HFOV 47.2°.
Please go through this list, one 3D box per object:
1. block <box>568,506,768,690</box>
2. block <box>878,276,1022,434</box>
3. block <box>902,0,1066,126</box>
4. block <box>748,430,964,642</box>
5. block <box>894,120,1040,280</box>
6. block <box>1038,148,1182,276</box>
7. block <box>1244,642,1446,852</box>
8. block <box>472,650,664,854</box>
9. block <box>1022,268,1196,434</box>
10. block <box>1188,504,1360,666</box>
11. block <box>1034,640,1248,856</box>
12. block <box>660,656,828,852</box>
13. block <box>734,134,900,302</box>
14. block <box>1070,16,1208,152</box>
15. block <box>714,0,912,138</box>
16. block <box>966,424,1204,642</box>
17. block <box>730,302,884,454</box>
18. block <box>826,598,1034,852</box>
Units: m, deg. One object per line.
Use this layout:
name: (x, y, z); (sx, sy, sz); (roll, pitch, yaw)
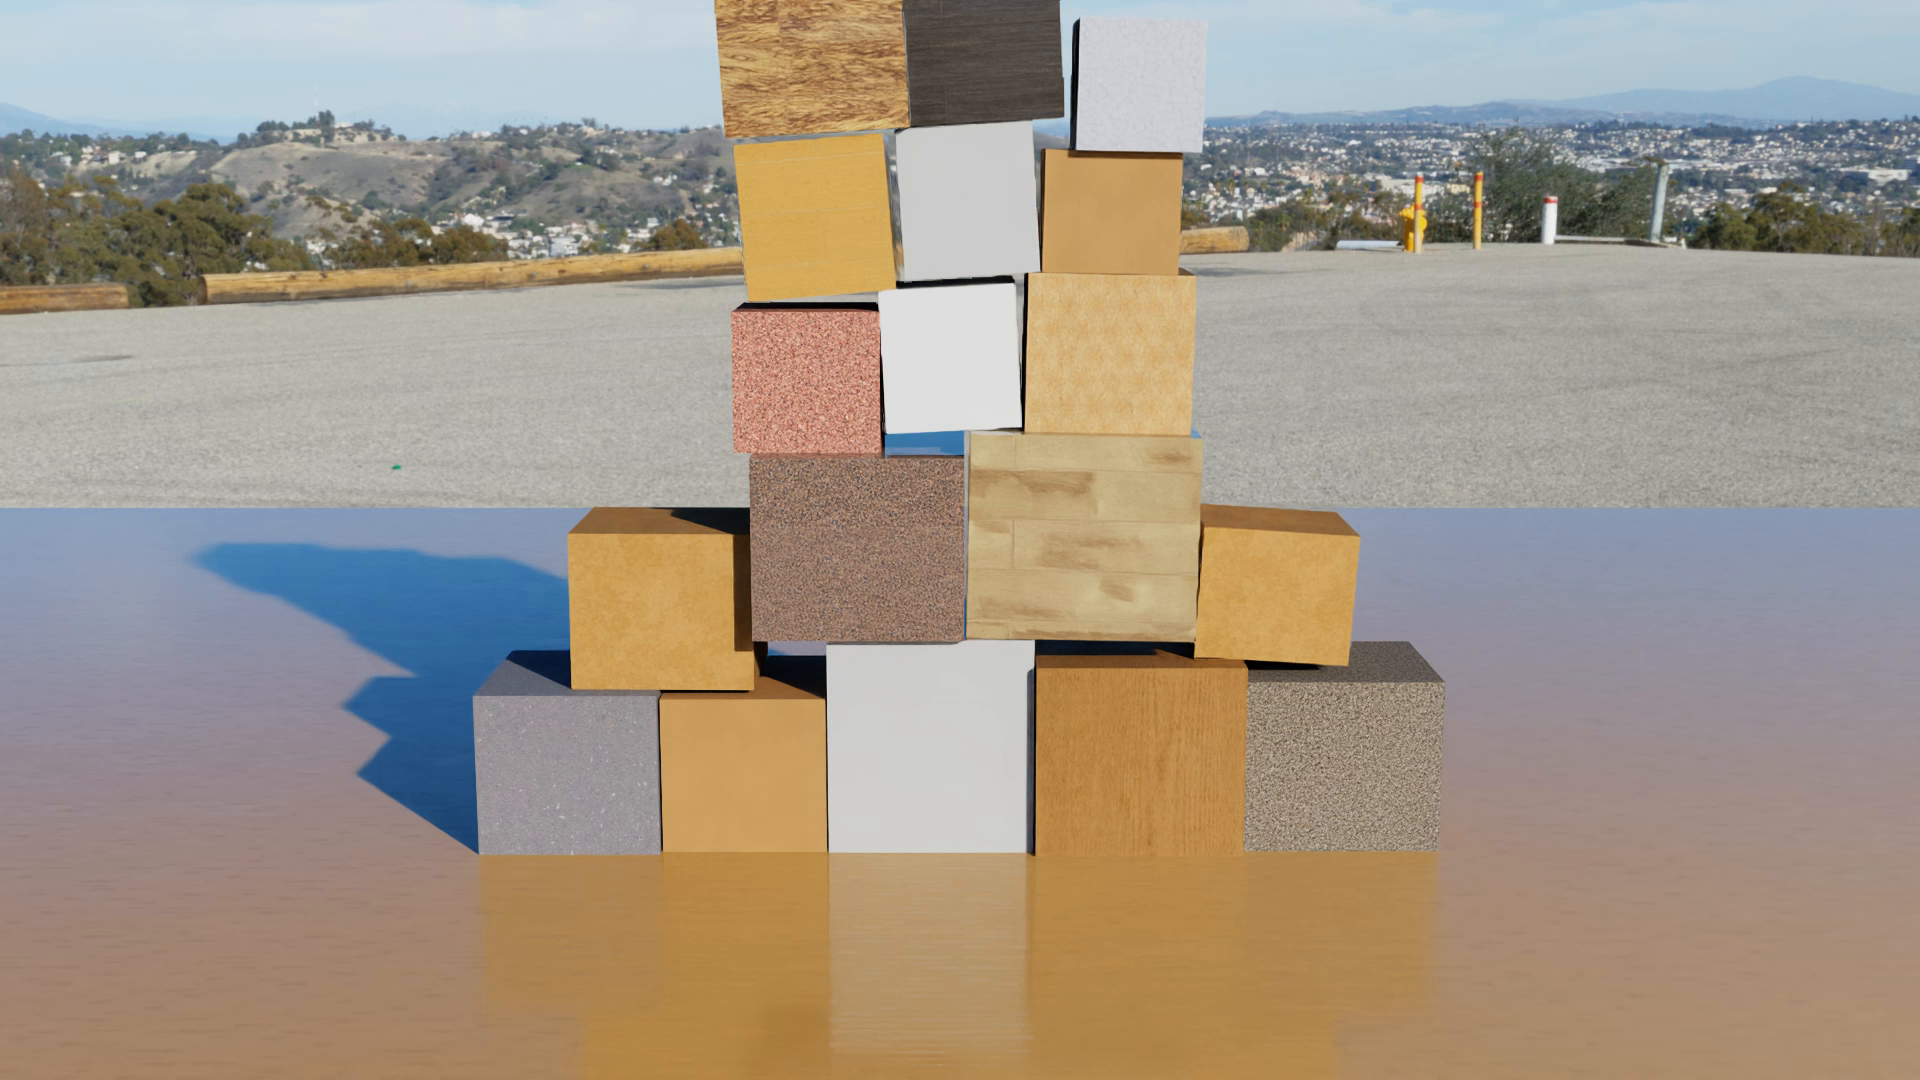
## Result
block: (-1.474, 0.285, 11.252); (0.906, 0.784, 0.807); (0, 10, 0)
block: (-0.045, -0.937, 11.015); (0.664, 0.698, 0.665); (-3, 10, 1)
block: (0.112, -2.392, 10.764); (0.739, 0.684, 0.723); (-3, 10, 1)
block: (-0.497, -0.045, 11.175); (1.035, 0.900, 1.073); (0, 10, 0)
block: (0.040, -1.689, 10.880); (0.655, 0.726, 0.667); (-4, 10, 1)
block: (0.735, -1.633, 10.903); (0.659, 0.587, 0.601); (1, 10, 0)
block: (1.905, 1.049, 11.367); (0.977, 0.869, 0.905); (0, 10, 0)
block: (-1.944, 1.078, 11.358); (0.900, 0.815, 0.985); (0, 10, 0)
block: (0.728, -0.963, 11.009); (0.811, 0.769, 0.712); (1, 10, 0)
block: (1.566, 0.217, 11.226); (0.767, 0.656, 0.724); (4, 10, -1)
block: (0.891, 1.006, 11.349); (1.032, 0.960, 1.050); (0, 10, 0)
block: (-1.074, 1.088, 11.388); (0.818, 0.784, 0.944); (0, 10, 0)
block: (-0.695, -1.607, 10.900); (0.716, 0.747, 0.676); (-5, 10, 1)
block: (0.862, -2.222, 10.781); (0.602, 0.620, 0.706); (1, 10, 0)
block: (-0.702, -2.409, 10.744); (0.879, 0.827, 0.774); (-3, 10, 1)
block: (0.601, -0.092, 11.164); (1.121, 1.006, 0.986); (1, 10, 0)
block: (-0.749, -0.823, 11.022); (0.717, 0.687, 0.663); (0, 10, 0)
block: (-0.145, 0.935, 11.361); (1.020, 1.095, 0.967); (0, 10, 0)
